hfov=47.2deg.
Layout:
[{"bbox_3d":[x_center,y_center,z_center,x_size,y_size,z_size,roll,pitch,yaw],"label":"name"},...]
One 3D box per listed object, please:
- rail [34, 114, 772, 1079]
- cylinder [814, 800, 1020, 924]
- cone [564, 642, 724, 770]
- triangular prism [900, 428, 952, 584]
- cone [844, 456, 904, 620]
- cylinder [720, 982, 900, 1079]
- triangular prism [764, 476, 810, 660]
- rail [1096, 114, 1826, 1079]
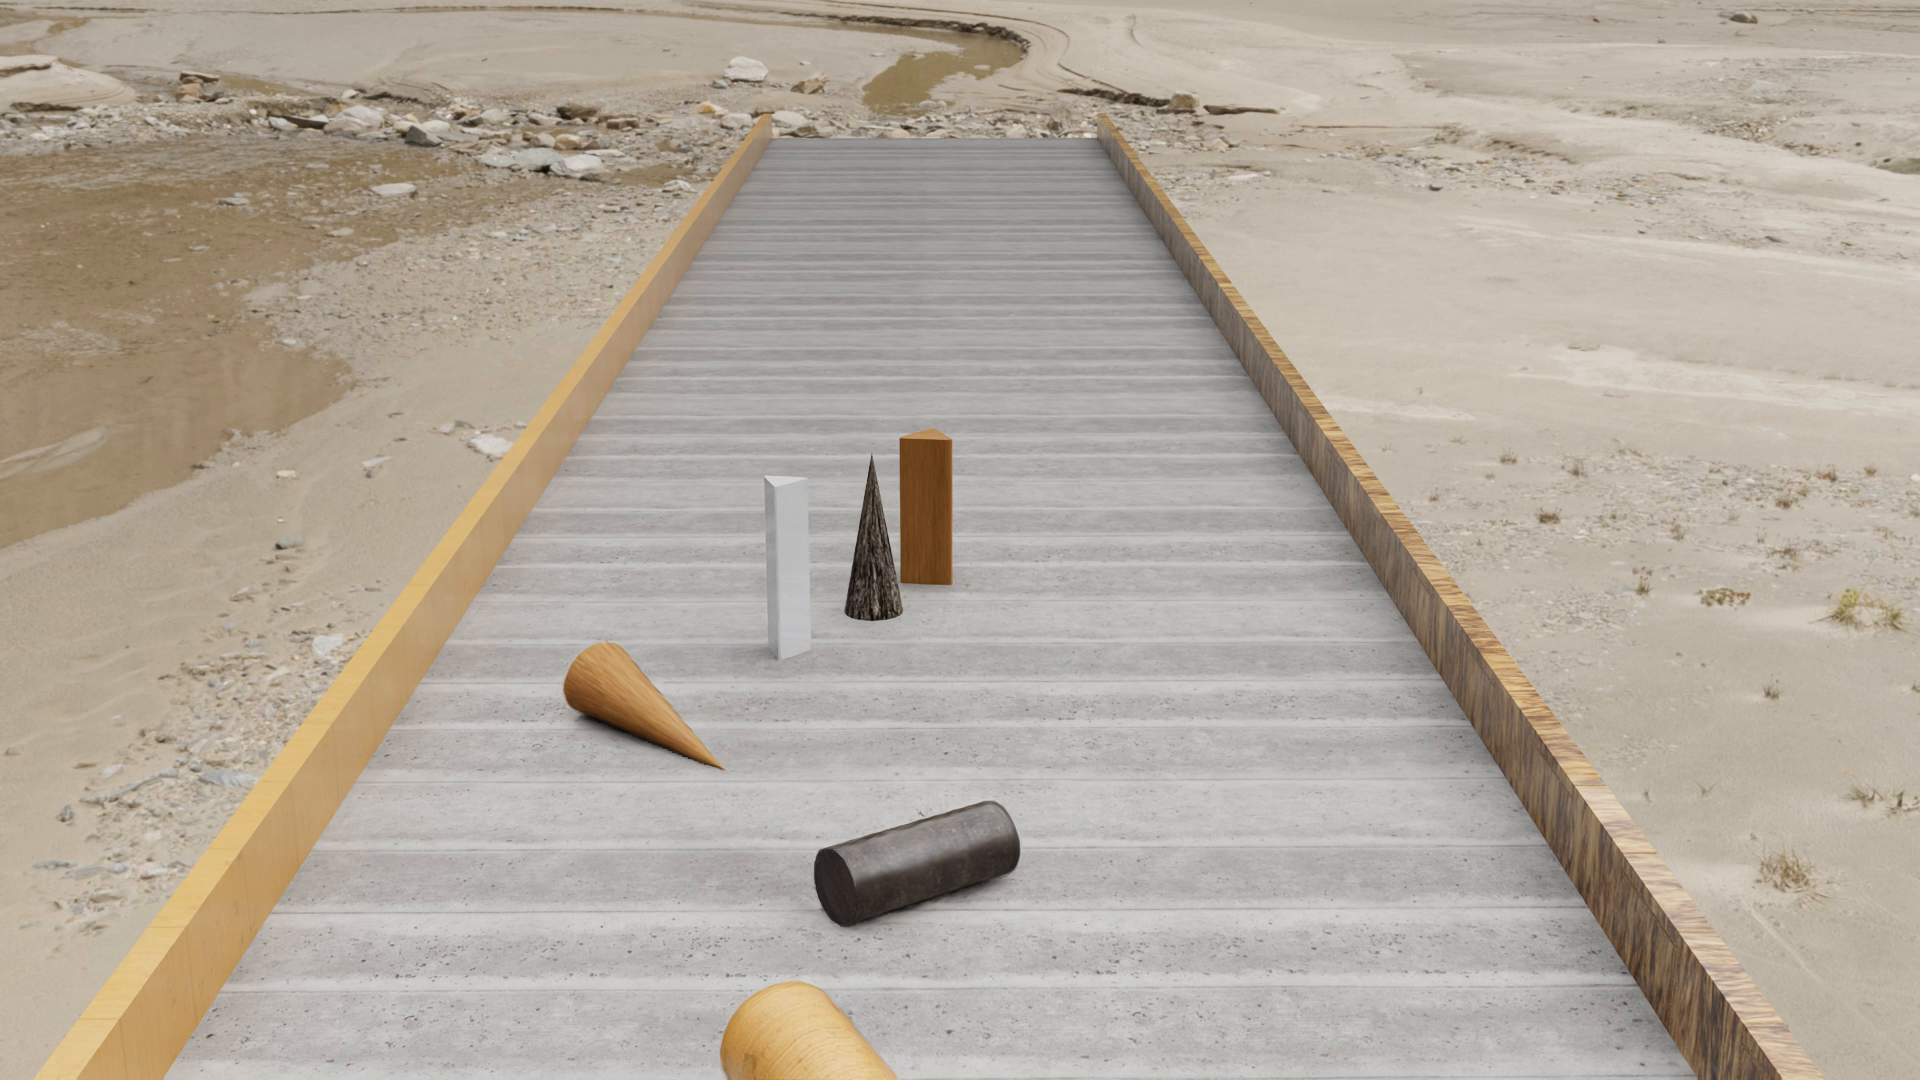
[{"bbox_3d":[-1.118,-0.838,7.780,0.050,0.150,12.000,0,17,-1],"label":"rail"},{"bbox_3d":[-0.064,0.491,3.368,0.303,0.118,0.118,-12,20,-34],"label":"cylinder"},{"bbox_3d":[-0.545,0.331,3.988,0.144,0.144,0.398,-15,33,-41],"label":"cone"},{"bbox_3d":[-0.068,-0.076,4.898,0.115,0.332,0.100,2,17,8],"label":"triangular prism"},{"bbox_3d":[-0.185,-0.016,4.662,0.126,0.353,0.126,0,17,0],"label":"cone"},{"bbox_3d":[-0.136,0.692,2.611,0.164,0.164,0.430,-8,18,-24],"label":"cylinder"},{"bbox_3d":[-0.361,0.052,4.420,0.076,0.361,0.088,14,22,40],"label":"triangular prism"},{"bbox_3d":[0.932,-0.844,7.801,0.050,0.150,12.000,0,17,-1],"label":"rail"}]
